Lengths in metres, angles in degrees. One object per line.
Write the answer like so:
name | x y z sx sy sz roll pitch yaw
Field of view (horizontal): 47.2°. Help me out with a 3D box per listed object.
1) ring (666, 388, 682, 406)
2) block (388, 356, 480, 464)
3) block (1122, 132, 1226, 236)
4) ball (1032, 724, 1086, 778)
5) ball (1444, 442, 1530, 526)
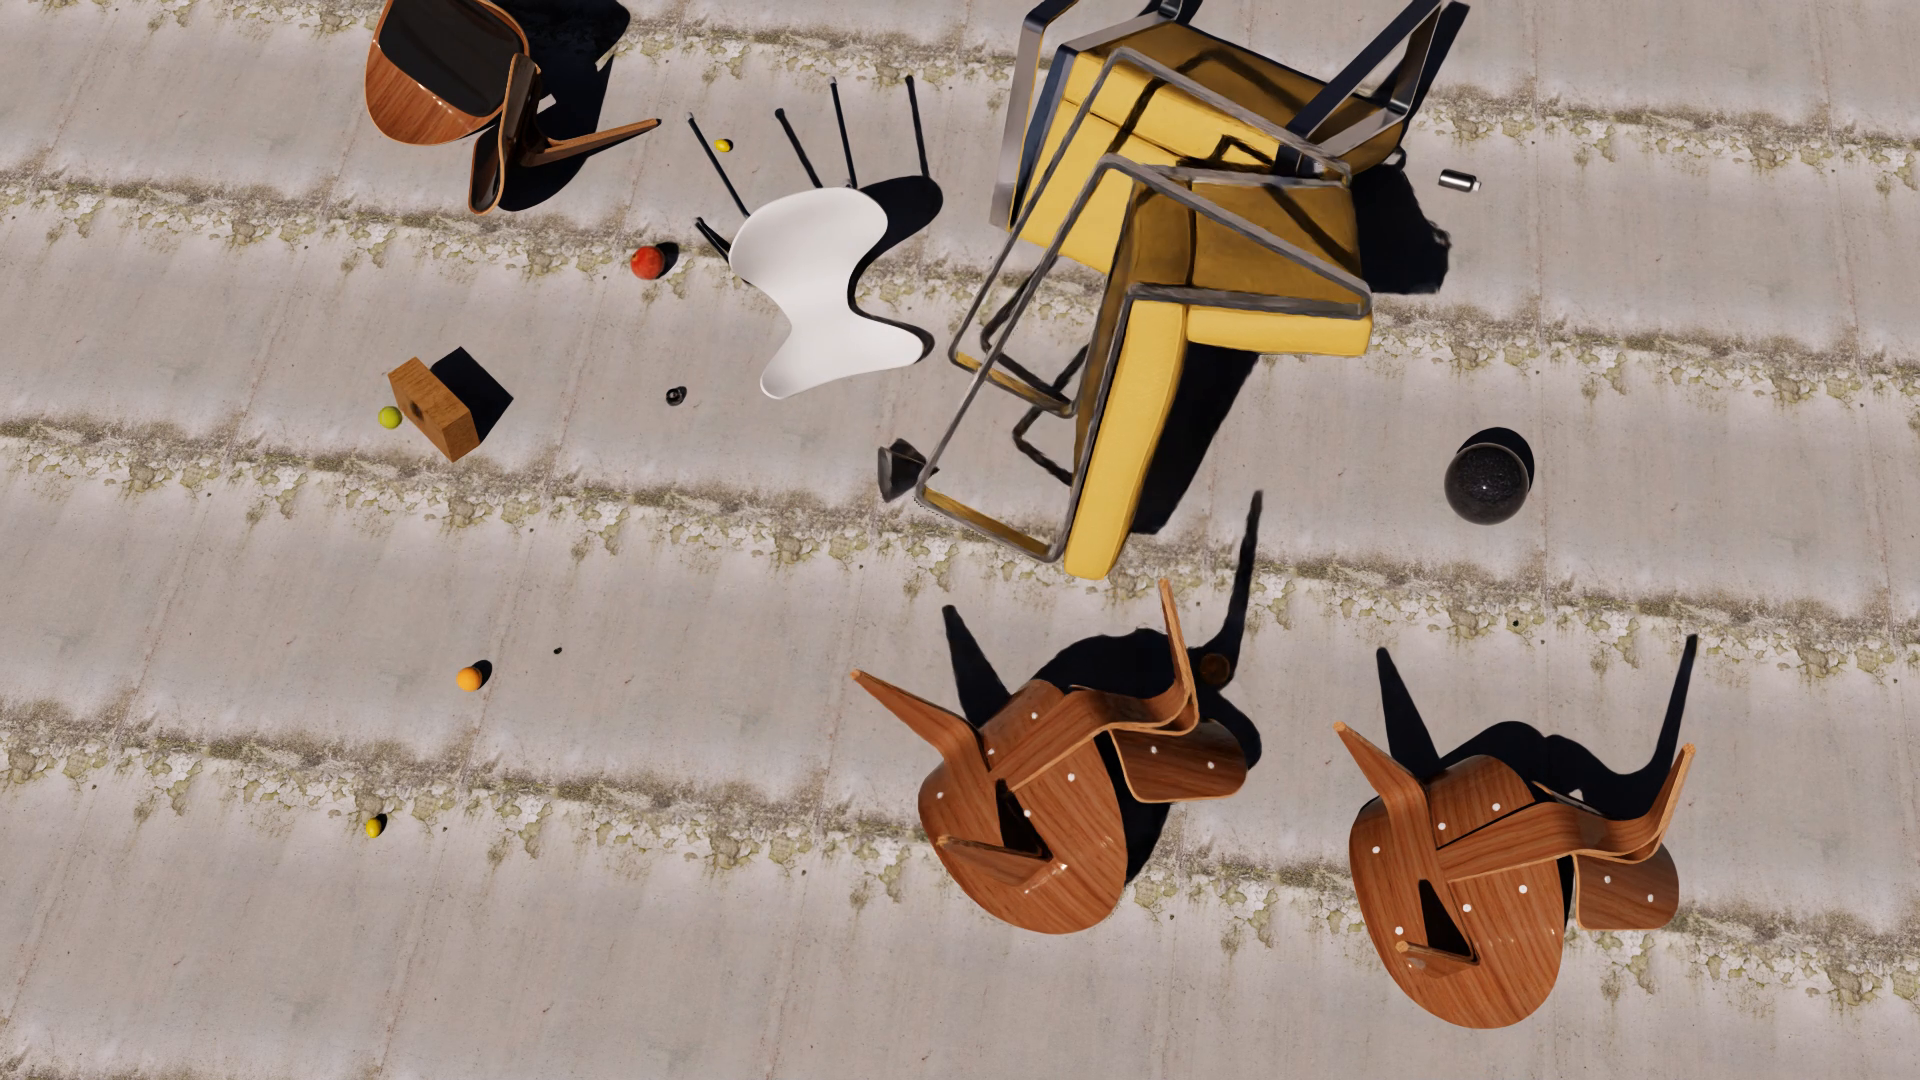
ring | -0.892 -0.444 6.849 0.049 0.039 0.055 16 59 7
block | -1.611 -0.399 6.737 0.104 0.175 0.284 -38 64 -22
block | 0.701 -1.172 7.243 0.298 0.195 0.141 29 61 18
ball | 0.276 0.587 6.091 0.149 0.149 0.149 0 56 0
ball | 1.564 -0.166 6.536 0.248 0.248 0.248 0 56 0
